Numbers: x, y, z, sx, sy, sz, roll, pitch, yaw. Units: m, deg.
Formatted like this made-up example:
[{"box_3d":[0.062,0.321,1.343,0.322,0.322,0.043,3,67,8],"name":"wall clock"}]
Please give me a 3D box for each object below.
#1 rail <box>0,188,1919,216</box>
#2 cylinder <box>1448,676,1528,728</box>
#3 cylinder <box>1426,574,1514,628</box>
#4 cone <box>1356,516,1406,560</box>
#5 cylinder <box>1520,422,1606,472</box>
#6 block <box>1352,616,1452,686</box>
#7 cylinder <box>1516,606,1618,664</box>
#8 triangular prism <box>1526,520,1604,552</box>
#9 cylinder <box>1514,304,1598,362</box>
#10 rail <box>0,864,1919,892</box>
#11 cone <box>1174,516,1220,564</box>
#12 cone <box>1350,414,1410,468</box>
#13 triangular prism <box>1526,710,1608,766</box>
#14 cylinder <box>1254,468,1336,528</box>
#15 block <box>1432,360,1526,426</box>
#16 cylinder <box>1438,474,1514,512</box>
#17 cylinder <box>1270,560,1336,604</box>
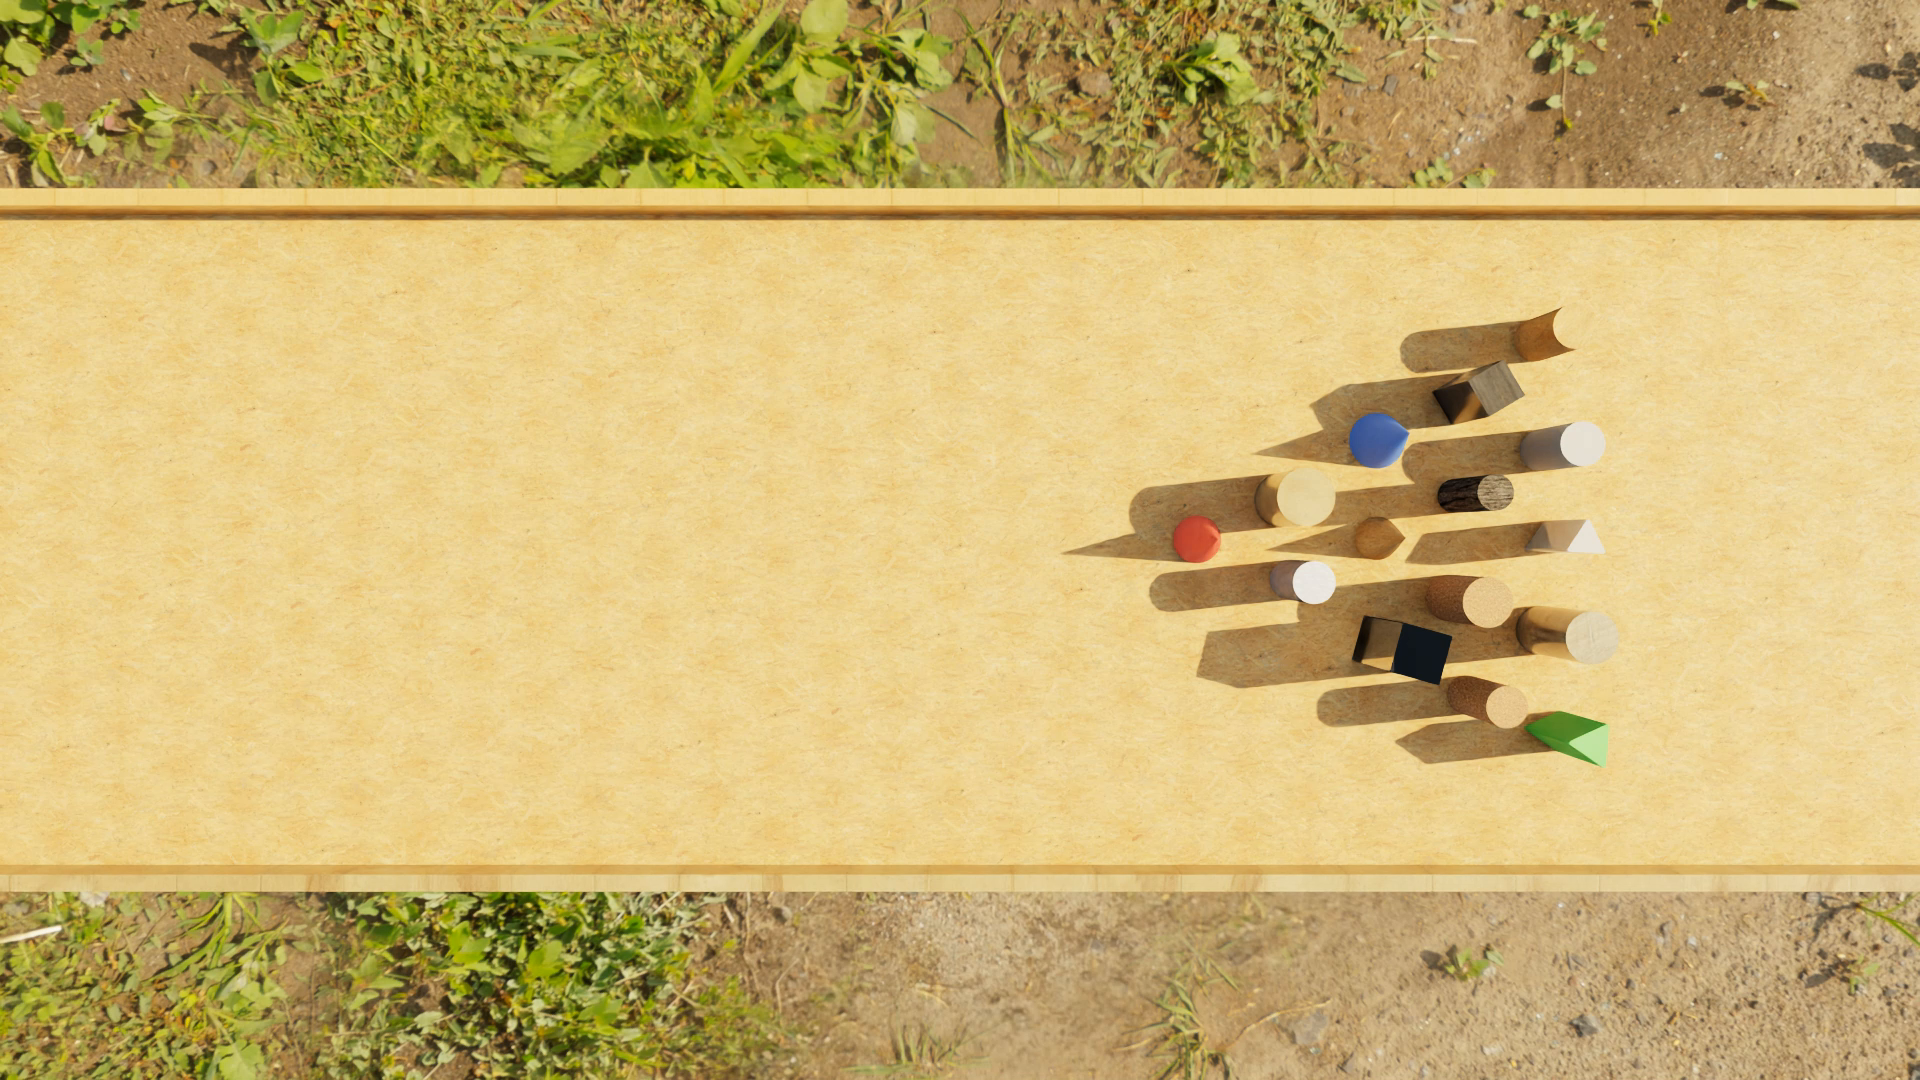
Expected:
[{"box_3d":[-2.247,-1.025,5.002,12.000,0.150,0.050,0,90,0],"name":"rail"},{"box_3d":[1.559,0.476,4.887,0.120,0.379,0.120,0,90,0],"name":"cylinder"},{"box_3d":[1.506,0.178,4.889,0.144,0.374,0.144,0,90,0],"name":"cylinder"},{"box_3d":[1.284,-0.005,4.911,0.134,0.330,0.134,0,90,0],"name":"cone"},{"box_3d":[1.788,-0.276,4.905,0.130,0.344,0.130,0,90,0],"name":"cylinder"},{"box_3d":[1.293,0.319,4.850,0.143,0.452,0.143,15,90,0],"name":"block"},{"box_3d":[1.785,0.277,4.866,0.150,0.420,0.150,0,90,0],"name":"cylinder"},{"box_3d":[1.797,-0.013,4.901,0.108,0.350,0.093,4,90,0],"name":"triangular prism"},{"box_3d":[1.771,-0.615,4.910,0.131,0.333,0.131,0,90,0],"name":"cylinder"},{"box_3d":[-2.247,1.025,5.001,12.000,0.150,0.050,0,90,0],"name":"rail"},{"box_3d":[0.730,-0.002,4.873,0.148,0.407,0.148,0,90,0],"name":"cone"},{"box_3d":[1.284,-0.305,4.891,0.172,0.371,0.172,0,90,0],"name":"cone"},{"box_3d":[1.818,0.570,4.889,0.124,0.375,0.107,35,90,0],"name":"triangular prism"},{"box_3d":[0.989,-0.123,4.894,0.167,0.365,0.167,0,90,0],"name":"cylinder"},{"box_3d":[1.535,-0.435,4.898,0.120,0.358,0.120,-31,90,0],"name":"block"},{"box_3d":[1.522,-0.135,4.880,0.104,0.394,0.104,0,90,0],"name":"cylinder"},{"box_3d":[1.015,0.122,4.901,0.123,0.351,0.123,0,90,0],"name":"cylinder"}]
